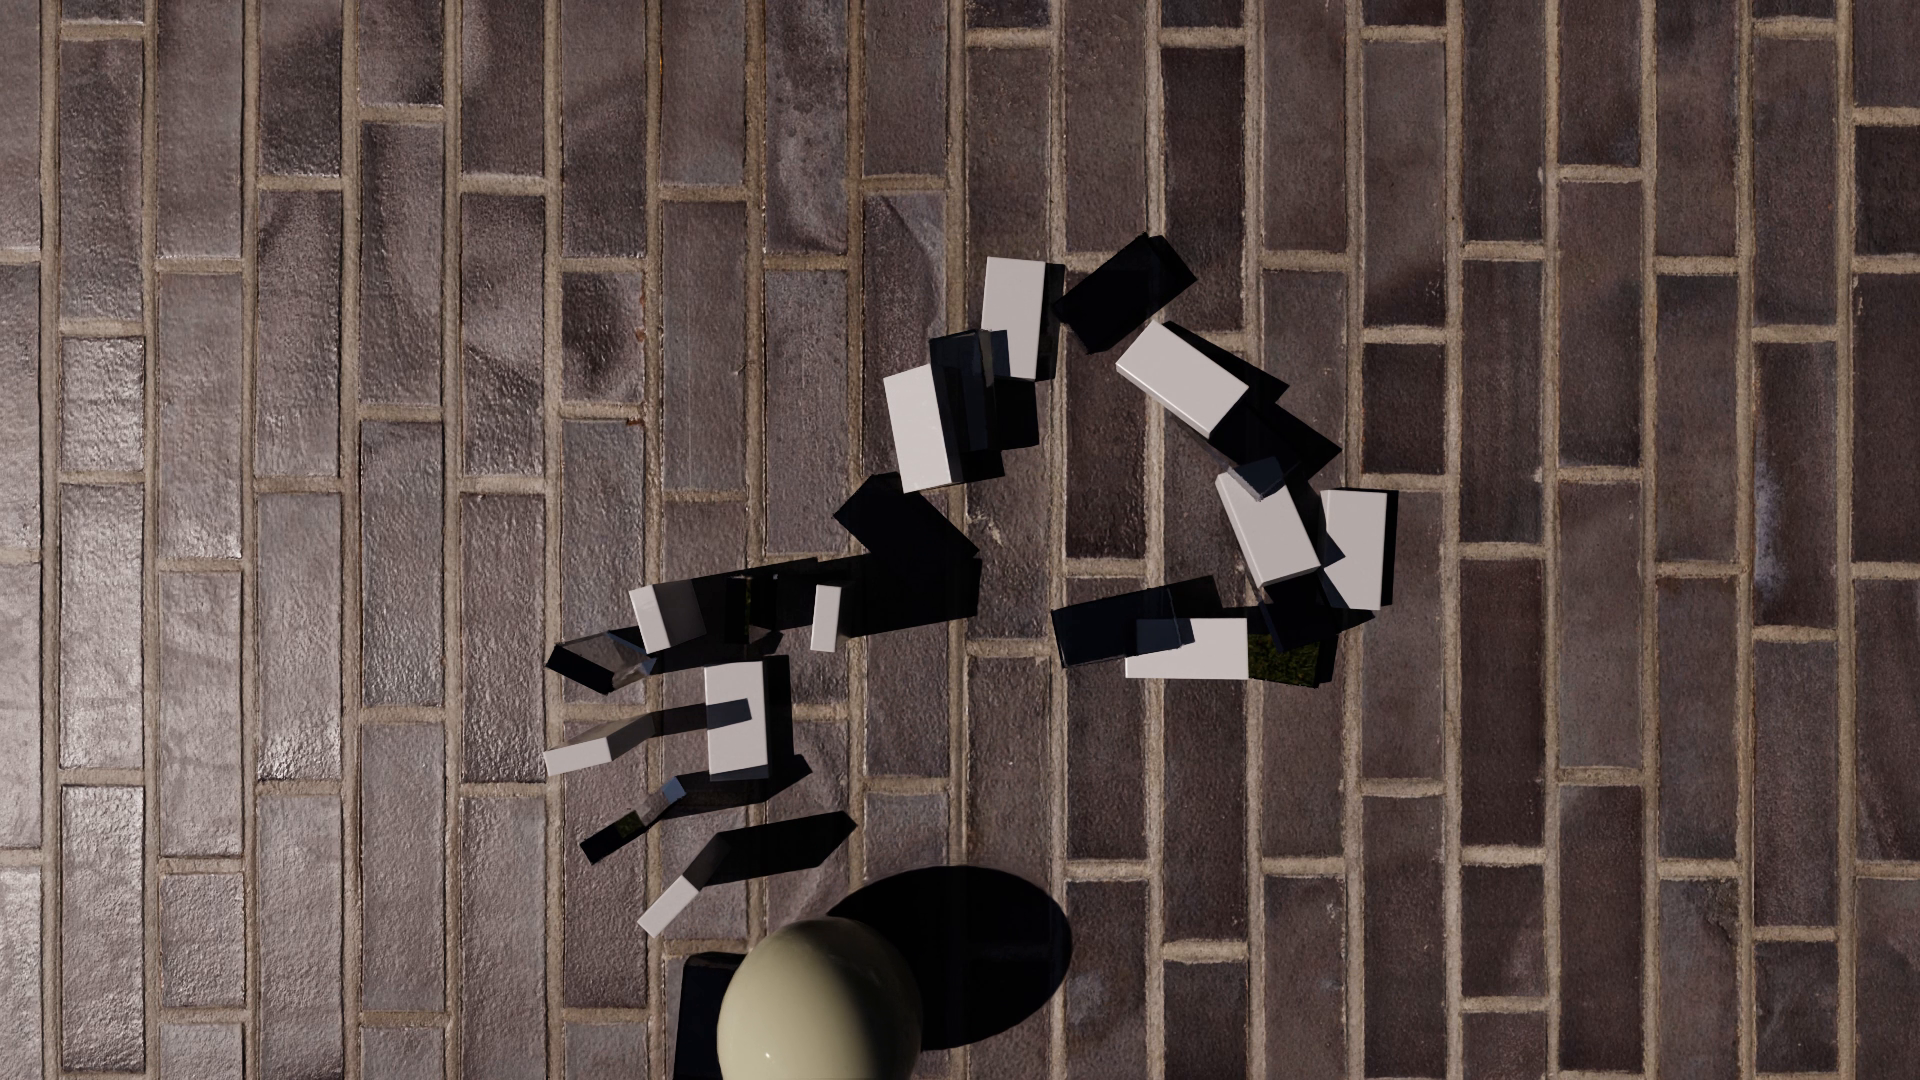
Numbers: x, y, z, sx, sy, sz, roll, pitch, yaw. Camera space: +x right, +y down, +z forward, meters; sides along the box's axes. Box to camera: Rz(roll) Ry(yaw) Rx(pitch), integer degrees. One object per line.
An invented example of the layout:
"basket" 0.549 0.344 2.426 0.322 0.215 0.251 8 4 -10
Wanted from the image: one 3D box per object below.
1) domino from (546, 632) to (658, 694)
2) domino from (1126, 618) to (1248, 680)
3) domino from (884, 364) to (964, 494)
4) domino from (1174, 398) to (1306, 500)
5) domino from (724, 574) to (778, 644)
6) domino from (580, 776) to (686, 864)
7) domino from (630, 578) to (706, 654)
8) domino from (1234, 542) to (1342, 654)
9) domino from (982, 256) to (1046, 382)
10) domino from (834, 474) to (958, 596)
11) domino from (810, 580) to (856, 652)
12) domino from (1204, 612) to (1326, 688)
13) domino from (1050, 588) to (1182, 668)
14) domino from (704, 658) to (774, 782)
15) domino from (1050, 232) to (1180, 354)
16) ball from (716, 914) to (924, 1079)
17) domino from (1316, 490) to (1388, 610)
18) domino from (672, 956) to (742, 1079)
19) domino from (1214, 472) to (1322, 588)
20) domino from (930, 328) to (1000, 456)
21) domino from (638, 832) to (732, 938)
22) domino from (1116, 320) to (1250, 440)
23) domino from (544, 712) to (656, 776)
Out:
"domino" -0.145 0.050 0.375 0.025 0.050 0.009 26 90 0
"domino" 0.096 0.046 0.388 0.050 0.010 0.025 -2 88 16
"domino" -0.016 -0.047 0.389 0.025 0.009 0.050 -10 90 33
"domino" 0.118 -0.044 0.388 0.025 0.010 0.050 -42 73 0
"domino" -0.085 0.027 0.375 0.010 0.050 0.025 2 90 0
"domino" -0.132 0.114 0.375 0.025 0.050 0.009 -32 90 0
"domino" -0.118 0.030 0.375 0.009 0.050 0.025 -16 90 0
"domino" 0.139 0.020 0.389 0.025 0.010 0.050 -18 74 0
"domino" 0.022 -0.095 0.395 0.025 0.010 0.050 5 90 0
"domino" -0.028 -0.002 0.395 0.050 0.010 0.025 43 90 0
"domino" -0.051 0.030 0.375 0.010 0.050 0.025 6 90 0
"domino" 0.130 0.047 0.395 0.050 0.010 0.025 9 90 0
"domino" 0.066 0.037 0.387 0.050 0.010 0.025 -13 85 17
"domino" -0.095 0.077 0.395 0.025 0.009 0.050 -3 90 0
"domino" 0.067 -0.106 0.395 0.050 0.010 0.025 -38 90 0
"ball" -0.054 0.191 0.360 0.080 0.080 0.080 0 90 0
"domino" 0.168 0.004 0.395 0.025 0.009 0.050 3 90 0
"domino" -0.108 0.207 0.395 0.025 0.009 0.050 5 90 0
"domino" 0.129 -0.007 0.387 0.025 0.009 0.050 -17 70 0
"domino" 0.002 -0.062 0.389 0.025 0.009 0.050 -5 90 34
"domino" -0.111 0.140 0.375 0.010 0.050 0.025 44 90 0
"domino" 0.094 -0.068 0.388 0.050 0.010 0.025 41 90 17
"domino" -0.146 0.083 0.375 0.025 0.050 0.009 -14 90 0
